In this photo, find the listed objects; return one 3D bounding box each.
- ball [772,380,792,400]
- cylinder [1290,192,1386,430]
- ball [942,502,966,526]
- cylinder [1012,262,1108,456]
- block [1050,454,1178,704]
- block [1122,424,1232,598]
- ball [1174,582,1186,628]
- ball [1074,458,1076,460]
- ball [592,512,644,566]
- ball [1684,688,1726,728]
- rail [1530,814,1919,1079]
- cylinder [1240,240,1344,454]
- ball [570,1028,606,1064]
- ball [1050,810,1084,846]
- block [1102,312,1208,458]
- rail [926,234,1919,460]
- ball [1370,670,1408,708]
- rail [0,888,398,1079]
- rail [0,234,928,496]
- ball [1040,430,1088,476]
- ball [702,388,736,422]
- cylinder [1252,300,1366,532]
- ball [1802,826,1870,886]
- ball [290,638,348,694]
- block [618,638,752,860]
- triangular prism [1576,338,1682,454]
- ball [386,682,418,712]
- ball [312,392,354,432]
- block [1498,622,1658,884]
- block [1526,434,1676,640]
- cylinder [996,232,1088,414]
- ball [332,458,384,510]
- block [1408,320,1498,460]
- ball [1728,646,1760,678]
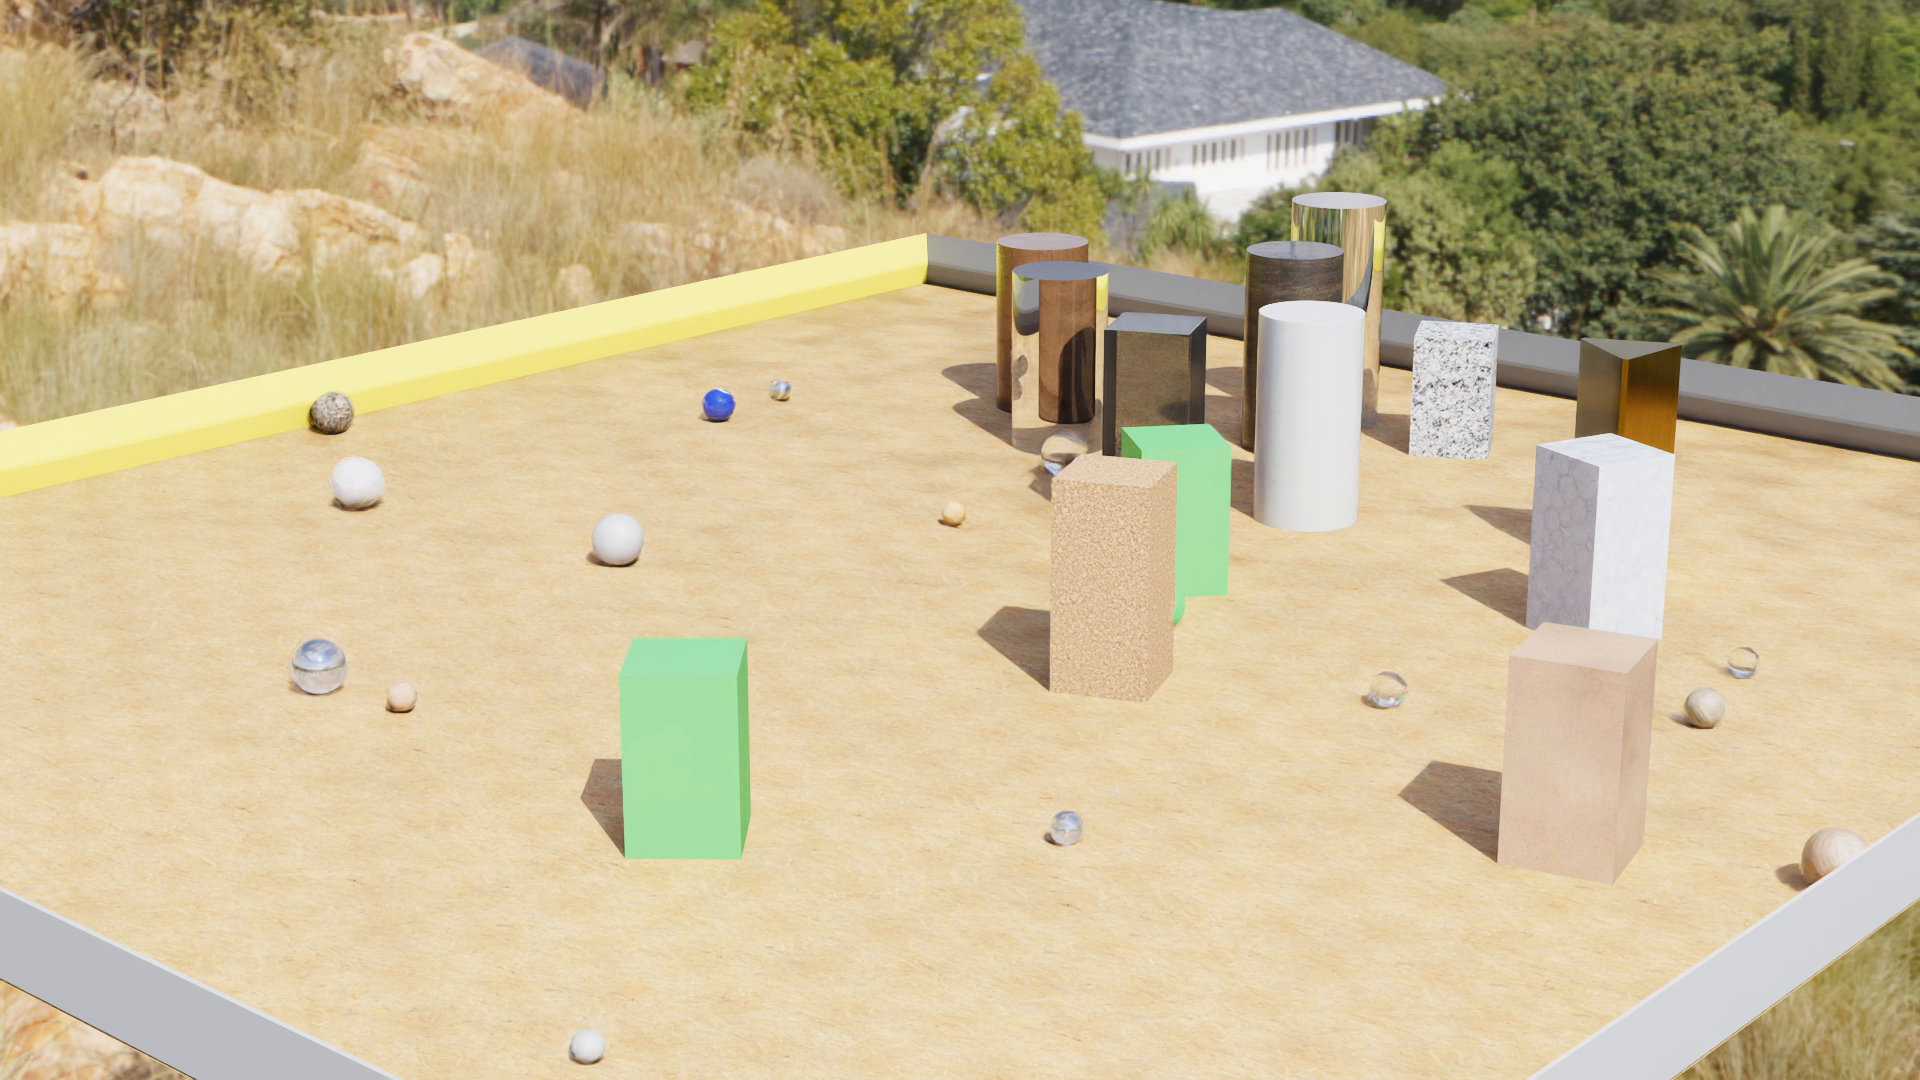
[{"bbox_3d":[-0.394,-0.331,6.476,0.043,0.043,0.043,0,17,0],"label":"ball"},{"bbox_3d":[0.799,-0.486,6.241,0.199,0.477,0.199,0,17,0],"label":"cylinder"},{"bbox_3d":[-0.012,-0.050,5.542,0.046,0.046,0.046,0,17,0],"label":"ball"},{"bbox_3d":[0.206,-0.376,6.065,0.199,0.368,0.199,0,17,0],"label":"cylinder"},{"bbox_3d":[0.244,0.059,4.650,0.159,0.351,0.159,6,18,18],"label":"block"},{"bbox_3d":[0.377,-0.051,5.157,0.159,0.269,0.159,-3,17,-9],"label":"block"},{"bbox_3d":[0.331,0.109,4.927,0.096,0.096,0.096,0,17,0],"label":"ball"},{"bbox_3d":[0.248,-0.138,5.805,0.062,0.062,0.062,0,17,0],"label":"ball"},{"bbox_3d":[-0.618,-0.001,5.295,0.095,0.095,0.095,0,17,0],"label":"ball"},{"bbox_3d":[1.142,0.257,4.494,0.062,0.062,0.062,0,17,0],"label":"ball"},{"bbox_3d":[1.358,0.372,3.991,0.045,0.129,3.927,14,22,39],"label":"rail"},{"bbox_3d":[0.684,-0.393,6.043,0.199,0.414,0.199,0,17,0],"label":"cylinder"},{"bbox_3d":[-0.435,0.590,3.423,0.041,0.041,0.041,0,17,0],"label":"ball"},{"bbox_3d":[0.148,0.397,4.052,0.048,0.048,0.048,0,17,0],"label":"ball"},{"bbox_3d":[0.363,-0.214,5.483,0.159,0.392,0.159,5,17,16],"label":"block"},{"bbox_3d":[1.272,-0.390,6.522,3.645,0.129,0.045,14,22,39],"label":"rail"},{"bbox_3d":[0.669,0.233,4.578,0.059,0.059,0.059,0,17,0],"label":"ball"},{"bbox_3d":[-1.272,0.455,3.717,3.645,0.129,0.045,14,22,39],"label":"rail"},{"bbox_3d":[-1.358,-0.308,6.249,0.045,0.129,3.927,14,22,39],"label":"rail"},{"bbox_3d":[0.208,-0.172,5.863,0.093,0.093,0.093,0,17,0],"label":"ball"},{"bbox_3d":[-0.519,-0.291,6.295,0.071,0.071,0.071,0,17,0],"label":"ball"},{"bbox_3d":[0.659,-0.236,5.544,0.199,0.400,0.199,0,17,0],"label":"cylinder"},{"bbox_3d":[1.162,0.425,3.887,0.091,0.091,0.091,0,17,0],"label":"ball"},{"bbox_3d":[-1.014,0.200,4.637,0.088,0.088,0.088,0,17,0],"label":"ball"},{"bbox_3d":[-0.377,0.286,4.044,0.159,0.265,0.159,0,17,1],"label":"block"},{"bbox_3d":[1.163,-0.150,5.244,0.172,0.408,0.149,-16,23,-42],"label":"triangular prism"},{"bbox_3d":[-0.868,0.244,4.562,0.047,0.047,0.047,0,17,0],"label":"ball"},{"bbox_3d":[-1.327,-0.270,6.199,0.087,0.087,0.087,0,17,0],"label":"ball"},{"bbox_3d":[0.838,0.287,3.981,0.159,0.300,0.159,8,19,26],"label":"block"},{"bbox_3d":[1.065,0.004,4.887,0.159,0.320,0.159,-9,19,-27],"label":"block"},{"bbox_3d":[0.178,-0.470,6.383,0.199,0.365,0.199,0,17,0],"label":"cylinder"},{"bbox_3d":[-1.158,-0.109,5.644,0.099,0.099,0.099,0,17,0],"label":"ball"},{"bbox_3d":[1.020,-0.310,6.051,0.159,0.249,0.159,4,17,13],"label":"block"},{"bbox_3d":[1.261,0.197,4.716,0.050,0.050,0.050,0,17,0],"label":"ball"}]
